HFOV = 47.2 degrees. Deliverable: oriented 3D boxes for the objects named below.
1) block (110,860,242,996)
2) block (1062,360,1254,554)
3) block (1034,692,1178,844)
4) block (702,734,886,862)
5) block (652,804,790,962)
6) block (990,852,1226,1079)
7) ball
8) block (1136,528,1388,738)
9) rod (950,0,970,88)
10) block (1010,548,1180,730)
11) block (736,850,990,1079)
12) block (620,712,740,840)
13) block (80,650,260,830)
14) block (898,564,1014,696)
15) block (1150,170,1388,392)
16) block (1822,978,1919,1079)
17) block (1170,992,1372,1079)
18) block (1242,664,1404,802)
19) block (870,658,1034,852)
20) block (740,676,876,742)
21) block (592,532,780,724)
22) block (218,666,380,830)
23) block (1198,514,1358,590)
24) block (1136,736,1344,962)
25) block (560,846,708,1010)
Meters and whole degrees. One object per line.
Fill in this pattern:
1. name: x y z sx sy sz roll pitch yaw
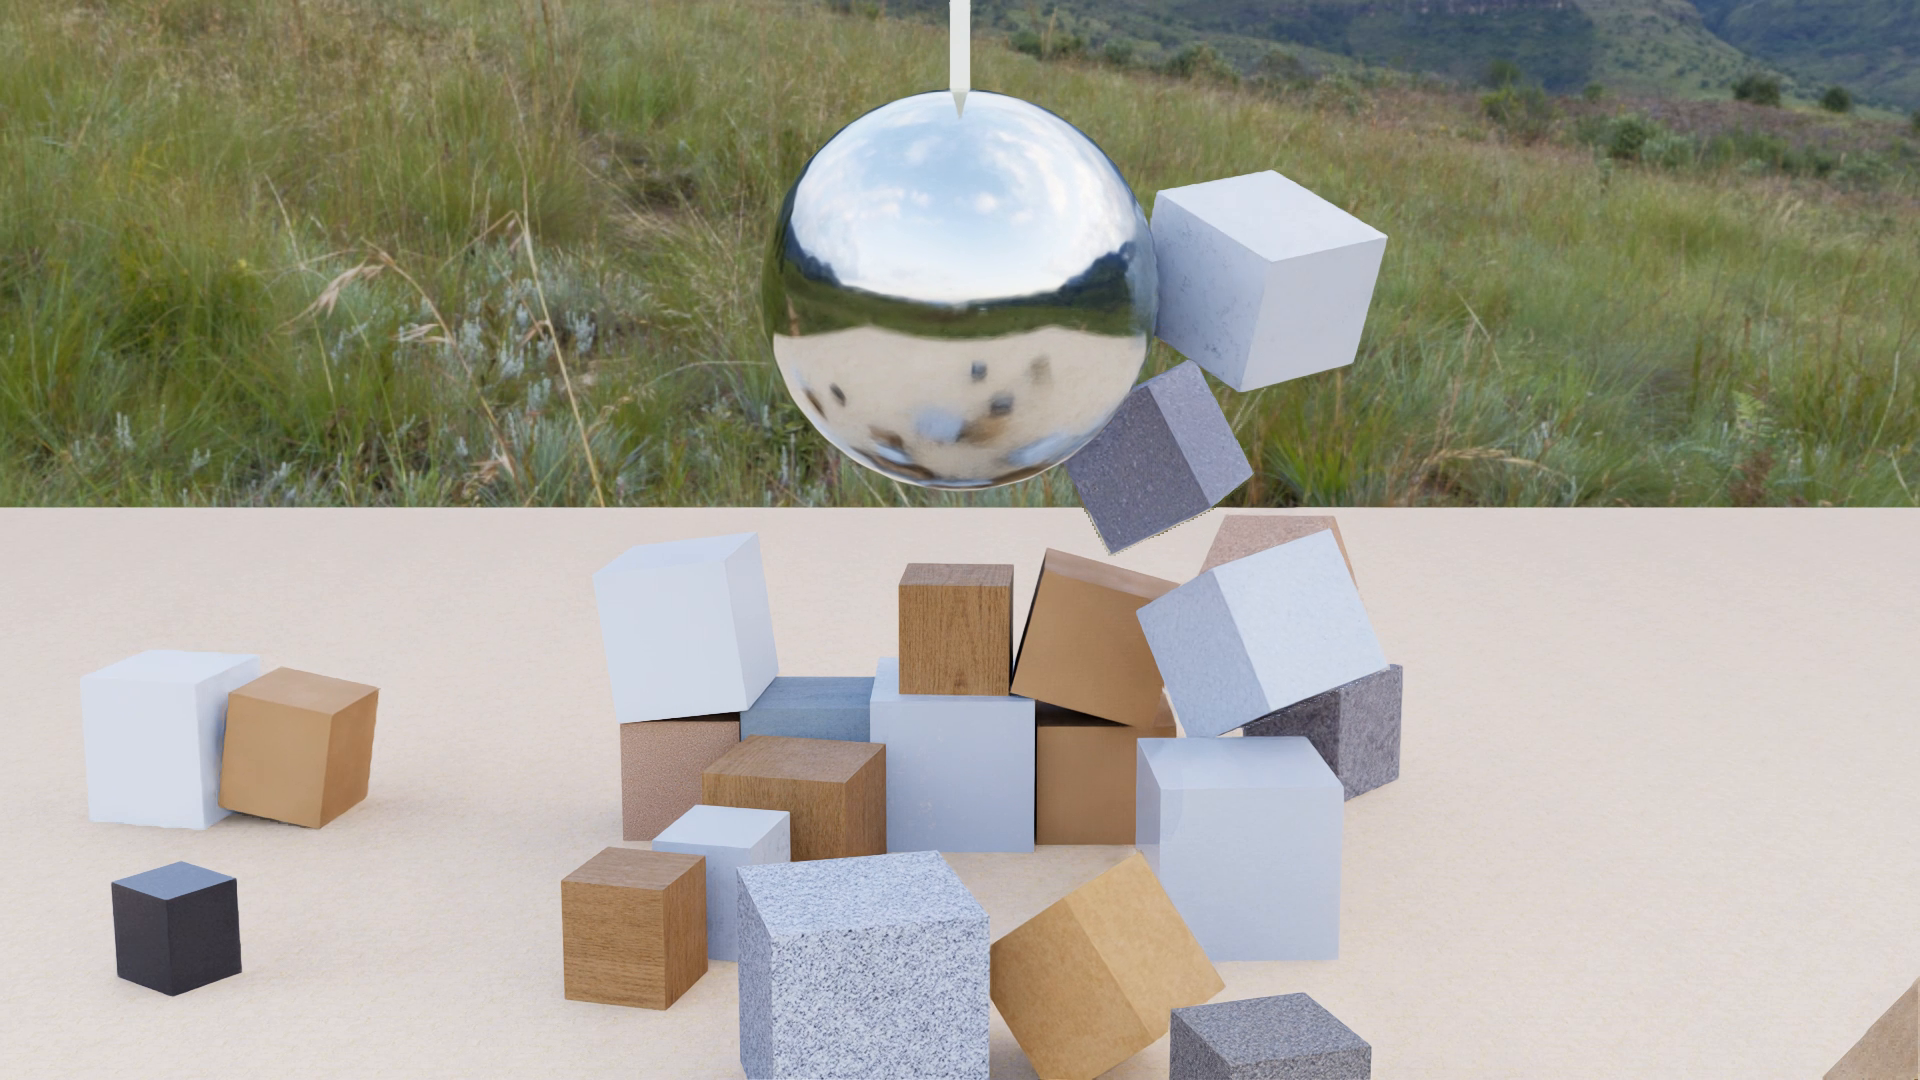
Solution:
1. block: -3.325 1.645 9.339 0.386 0.421 0.342 7 13 35
2. block: 0.934 -0.412 10.653 0.581 0.645 0.623 -26 3 31
3. block: 0.736 1.174 11.391 0.700 0.615 0.701 0 10 0
4. block: -0.781 1.336 10.517 0.696 0.609 0.687 3 11 14
5. block: -1.051 1.518 9.768 0.449 0.518 0.537 3 11 14
6. block: 0.522 1.640 8.313 0.521 0.606 0.610 -39 -12 31
7. ball: 0.000 -0.997 8.834 1.600 1.600 1.600 0 10 0
8. block: 1.405 0.461 10.297 0.716 0.693 0.699 -17 -10 -30
9. rod: 0.000 -4.341 9.453 0.080 5.200 0.080 0 -10 0
10. block: 0.697 0.491 11.157 0.720 0.639 0.661 15 10 1
11. block: -0.372 1.676 8.166 0.787 0.781 0.767 -3 11 -15
12. block: -1.407 1.167 11.404 0.600 0.624 0.604 0 10 1
13. block: -4.149 1.044 11.643 0.648 0.775 0.644 2 11 11
14. block: -0.013 0.448 11.206 0.551 0.557 0.577 1 10 3
15. block: 1.221 -1.077 9.054 0.664 0.582 0.679 -16 40 -35
16. block: 3.007 1.829 6.597 0.682 0.679 0.604 34 33 11
17. block: 1.052 1.919 7.530 0.513 0.530 0.499 -3 11 -17
18. block: 2.000 1.021 12.144 0.612 0.647 0.656 9 13 40
19. block: -0.032 1.095 11.377 0.813 0.776 0.941 0 10 1
20. block: -0.770 1.130 11.373 0.651 0.707 0.662 0 10 0
21. block: -1.389 0.438 11.267 0.676 0.764 0.757 -6 10 9
22. block: -3.482 1.088 11.601 0.564 0.624 0.579 11 12 8
23. block: 1.739 0.279 12.126 0.647 0.548 0.629 1 44 31
24. block: 1.231 1.369 9.862 0.788 0.778 0.817 0 10 -3
25. block: -1.358 1.620 9.213 0.451 0.516 0.456 3 11 15
